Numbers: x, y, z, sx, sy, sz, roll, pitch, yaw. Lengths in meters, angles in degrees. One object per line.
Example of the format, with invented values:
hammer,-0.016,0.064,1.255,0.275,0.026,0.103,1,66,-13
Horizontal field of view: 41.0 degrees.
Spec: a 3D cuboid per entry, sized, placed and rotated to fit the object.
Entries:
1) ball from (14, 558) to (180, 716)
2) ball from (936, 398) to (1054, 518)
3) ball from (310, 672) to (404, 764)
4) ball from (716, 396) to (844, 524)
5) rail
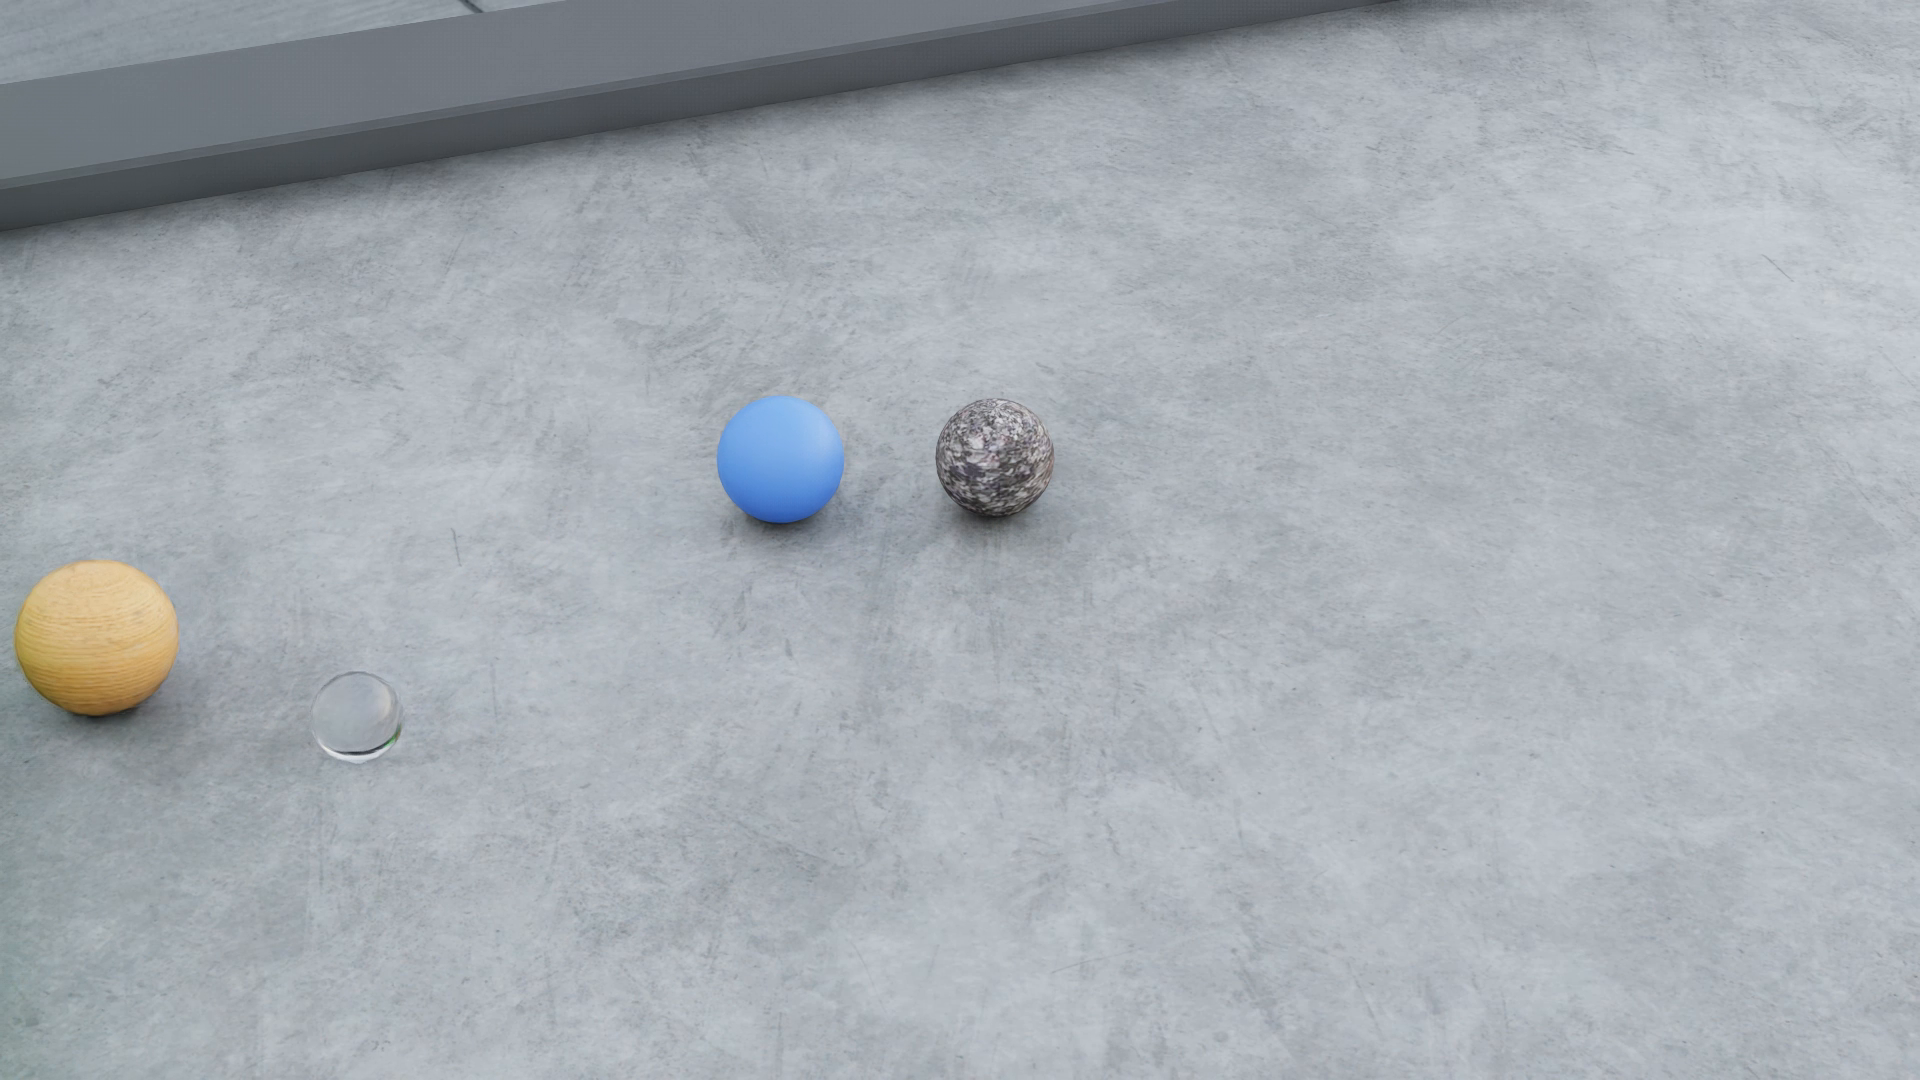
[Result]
ball,-0.495,0.056,1.474,0.090,0.090,0.090,0,35,0
ball,0.022,-0.052,1.640,0.076,0.076,0.076,0,35,0
ball,-0.339,0.100,1.444,0.052,0.052,0.052,0,35,0
ball,-0.114,-0.051,1.634,0.081,0.081,0.081,0,35,0
rail,0.338,-0.512,2.260,2.511,0.117,0.045,-13,37,-17
